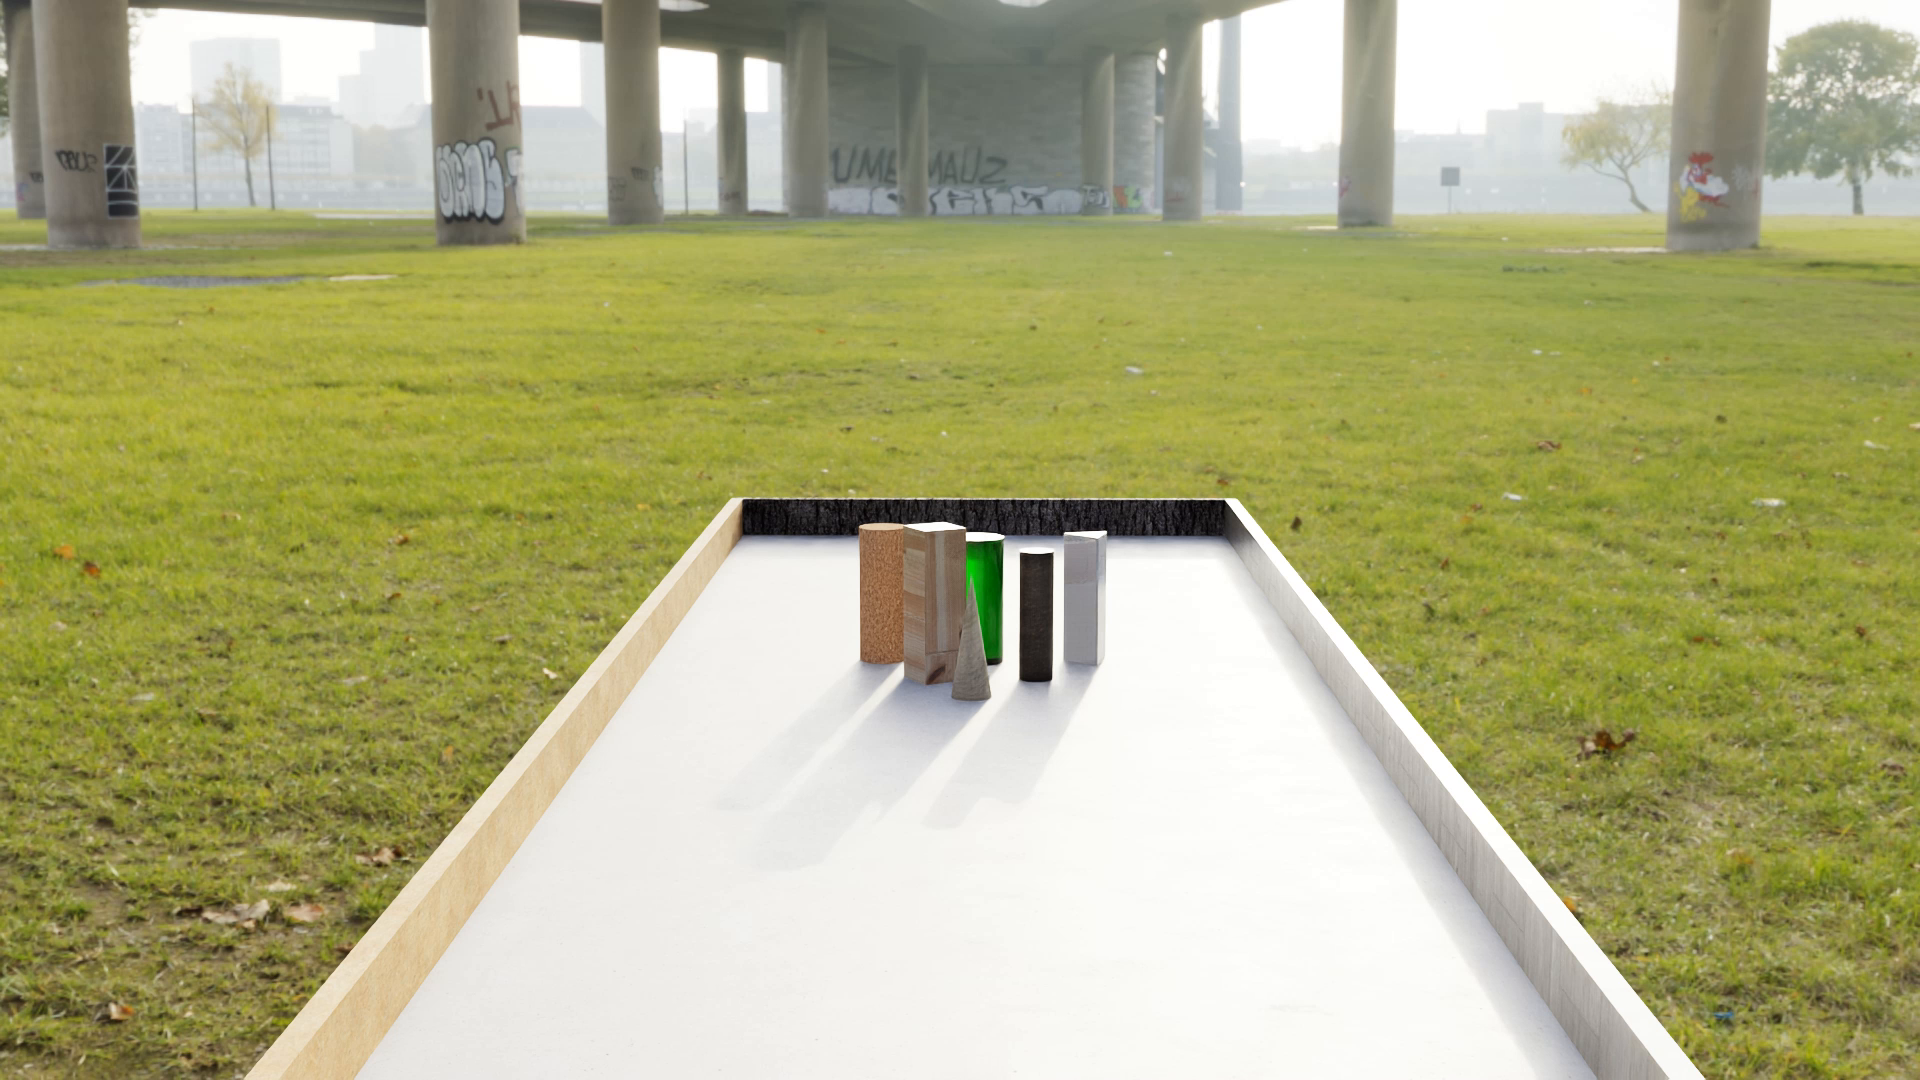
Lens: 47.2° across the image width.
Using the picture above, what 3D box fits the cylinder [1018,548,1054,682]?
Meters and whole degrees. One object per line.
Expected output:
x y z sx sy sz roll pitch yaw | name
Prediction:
0.223 0.218 6.417 0.100 0.381 0.100 0 9 0 | cylinder

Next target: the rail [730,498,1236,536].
0.099 -0.098 9.147 2.100 0.150 0.050 0 9 1 | rail

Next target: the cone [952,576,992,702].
0.033 0.267 6.186 0.116 0.356 0.116 0 9 0 | cone

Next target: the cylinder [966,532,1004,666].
0.052 0.179 6.663 0.161 0.381 0.161 0 9 0 | cylinder

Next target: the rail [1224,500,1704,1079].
1.046 0.843 3.208 0.050 0.150 12.000 0 9 1 | rail

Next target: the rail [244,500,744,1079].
-1.004 0.839 3.234 0.050 0.150 12.000 0 9 1 | rail

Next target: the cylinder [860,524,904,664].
-0.234 0.161 6.683 0.142 0.409 0.142 0 9 0 | cylinder

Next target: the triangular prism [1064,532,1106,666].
0.403 0.172 6.677 0.134 0.390 0.116 9 13 44 | triangular prism

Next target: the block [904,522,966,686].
-0.074 0.184 6.414 0.135 0.450 0.135 -5 10 -28 | block
